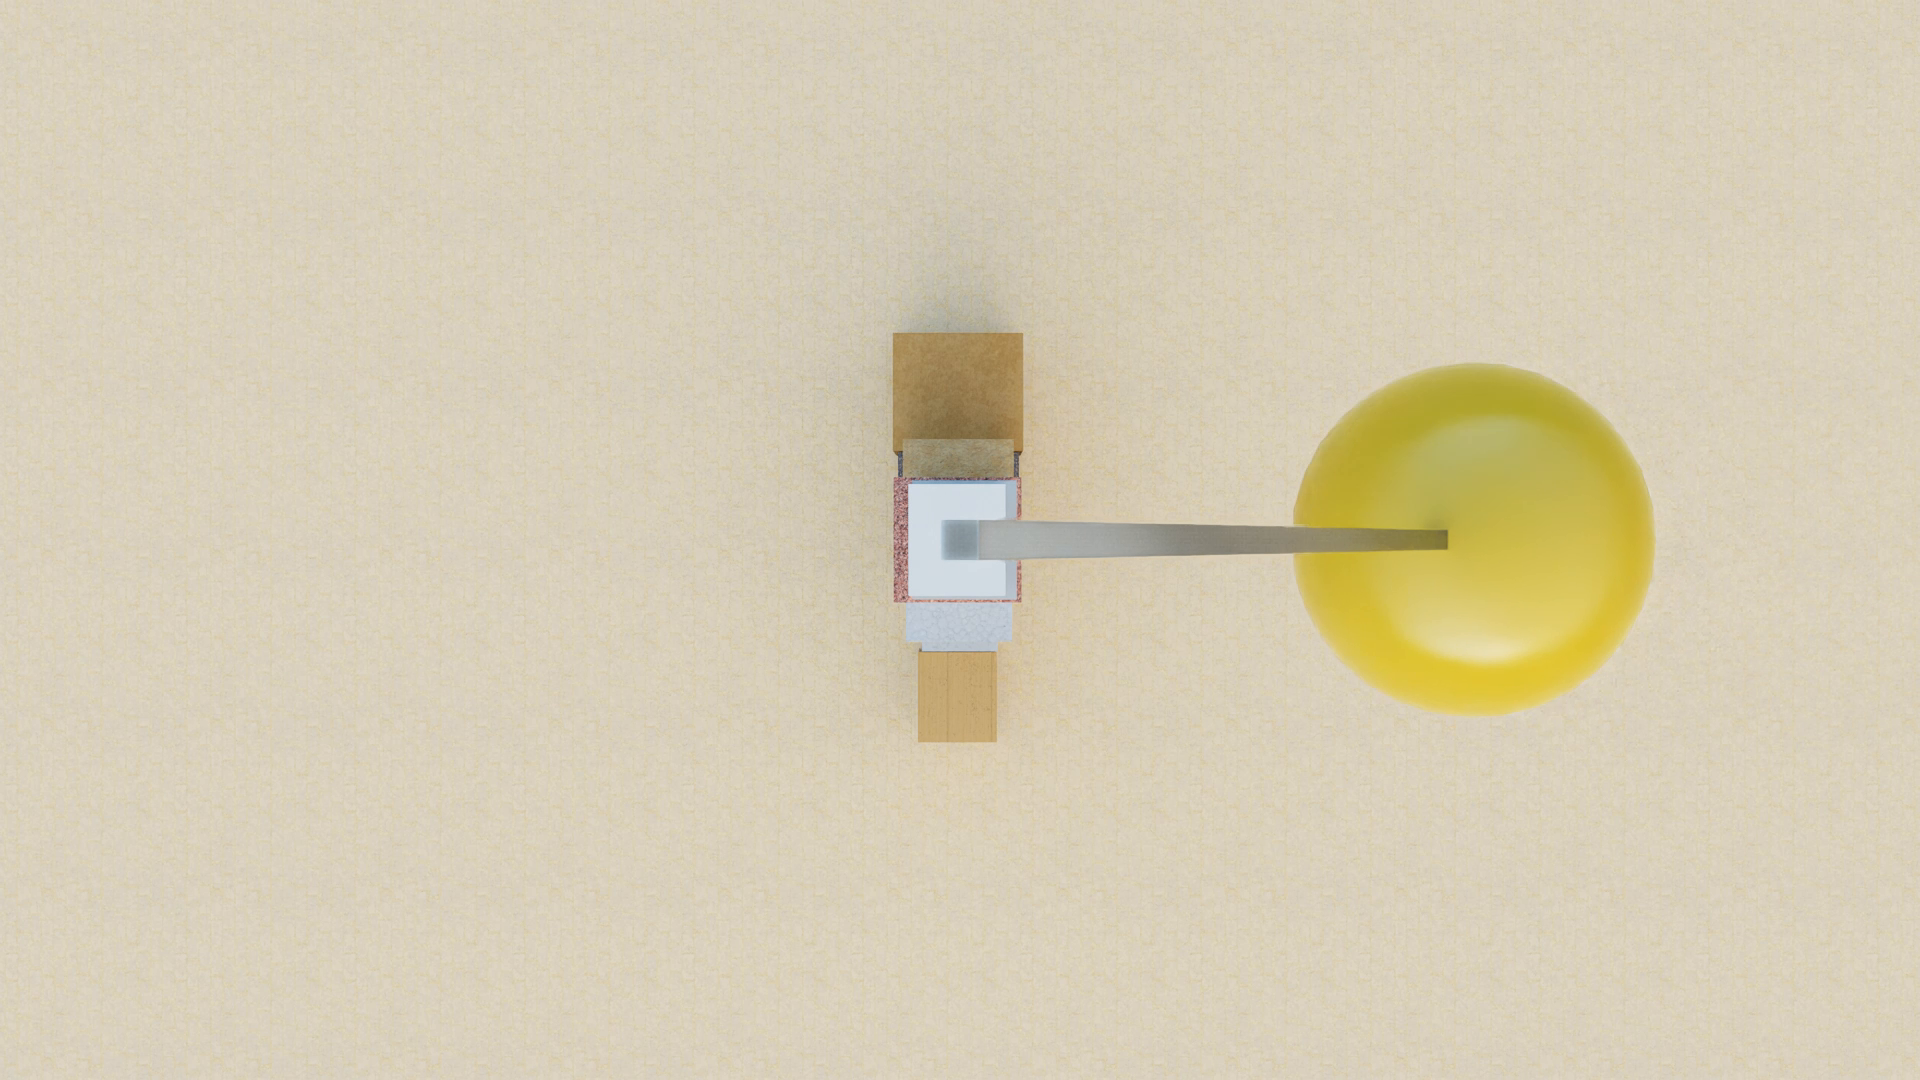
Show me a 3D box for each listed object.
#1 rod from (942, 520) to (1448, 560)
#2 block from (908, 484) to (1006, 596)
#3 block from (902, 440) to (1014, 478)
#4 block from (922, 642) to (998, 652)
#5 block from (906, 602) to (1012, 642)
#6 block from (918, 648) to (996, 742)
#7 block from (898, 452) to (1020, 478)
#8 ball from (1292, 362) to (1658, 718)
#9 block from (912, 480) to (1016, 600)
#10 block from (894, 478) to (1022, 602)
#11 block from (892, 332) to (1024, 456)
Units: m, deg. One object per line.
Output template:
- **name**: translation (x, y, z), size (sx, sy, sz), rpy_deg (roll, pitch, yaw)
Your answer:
- **rod**: translation (0.994, 0.000, 6.747), size (0.080, 5.200, 0.080), rpy_deg (0, 90, 22)
- **block**: translation (-0.012, 0.000, 8.785), size (0.378, 0.423, 0.435), rpy_deg (0, 90, 0)
- **block**: translation (-0.009, -0.283, 12.035), size (0.593, 0.510, 0.516), rpy_deg (0, 90, 0)
- **block**: translation (-0.001, 0.378, 12.754), size (0.430, 0.491, 0.508), rpy_deg (0, 90, 0)
- **block**: translation (-0.005, 0.263, 12.003), size (0.566, 0.575, 0.555), rpy_deg (0, 90, 0)
- **block**: translation (-0.015, 0.901, 12.794), size (0.451, 0.411, 0.516), rpy_deg (0, 90, 0)
- **block**: translation (-0.008, -0.187, 12.645), size (0.677, 0.710, 0.602), rpy_deg (0, 90, 0)
- **ball**: translation (2.295, 0.000, 9.888), size (1.600, 1.600, 1.600), rpy_deg (0, 90, 0)
- **block**: translation (0.018, 0.000, 9.201), size (0.427, 0.409, 0.486), rpy_deg (0, 90, 0)
- **block**: translation (-0.011, 0.000, 9.727), size (0.547, 0.644, 0.536), rpy_deg (0, 90, 0)
- **block**: translation (-0.011, -0.828, 12.649), size (0.730, 0.702, 0.661), rpy_deg (0, 90, 0)
